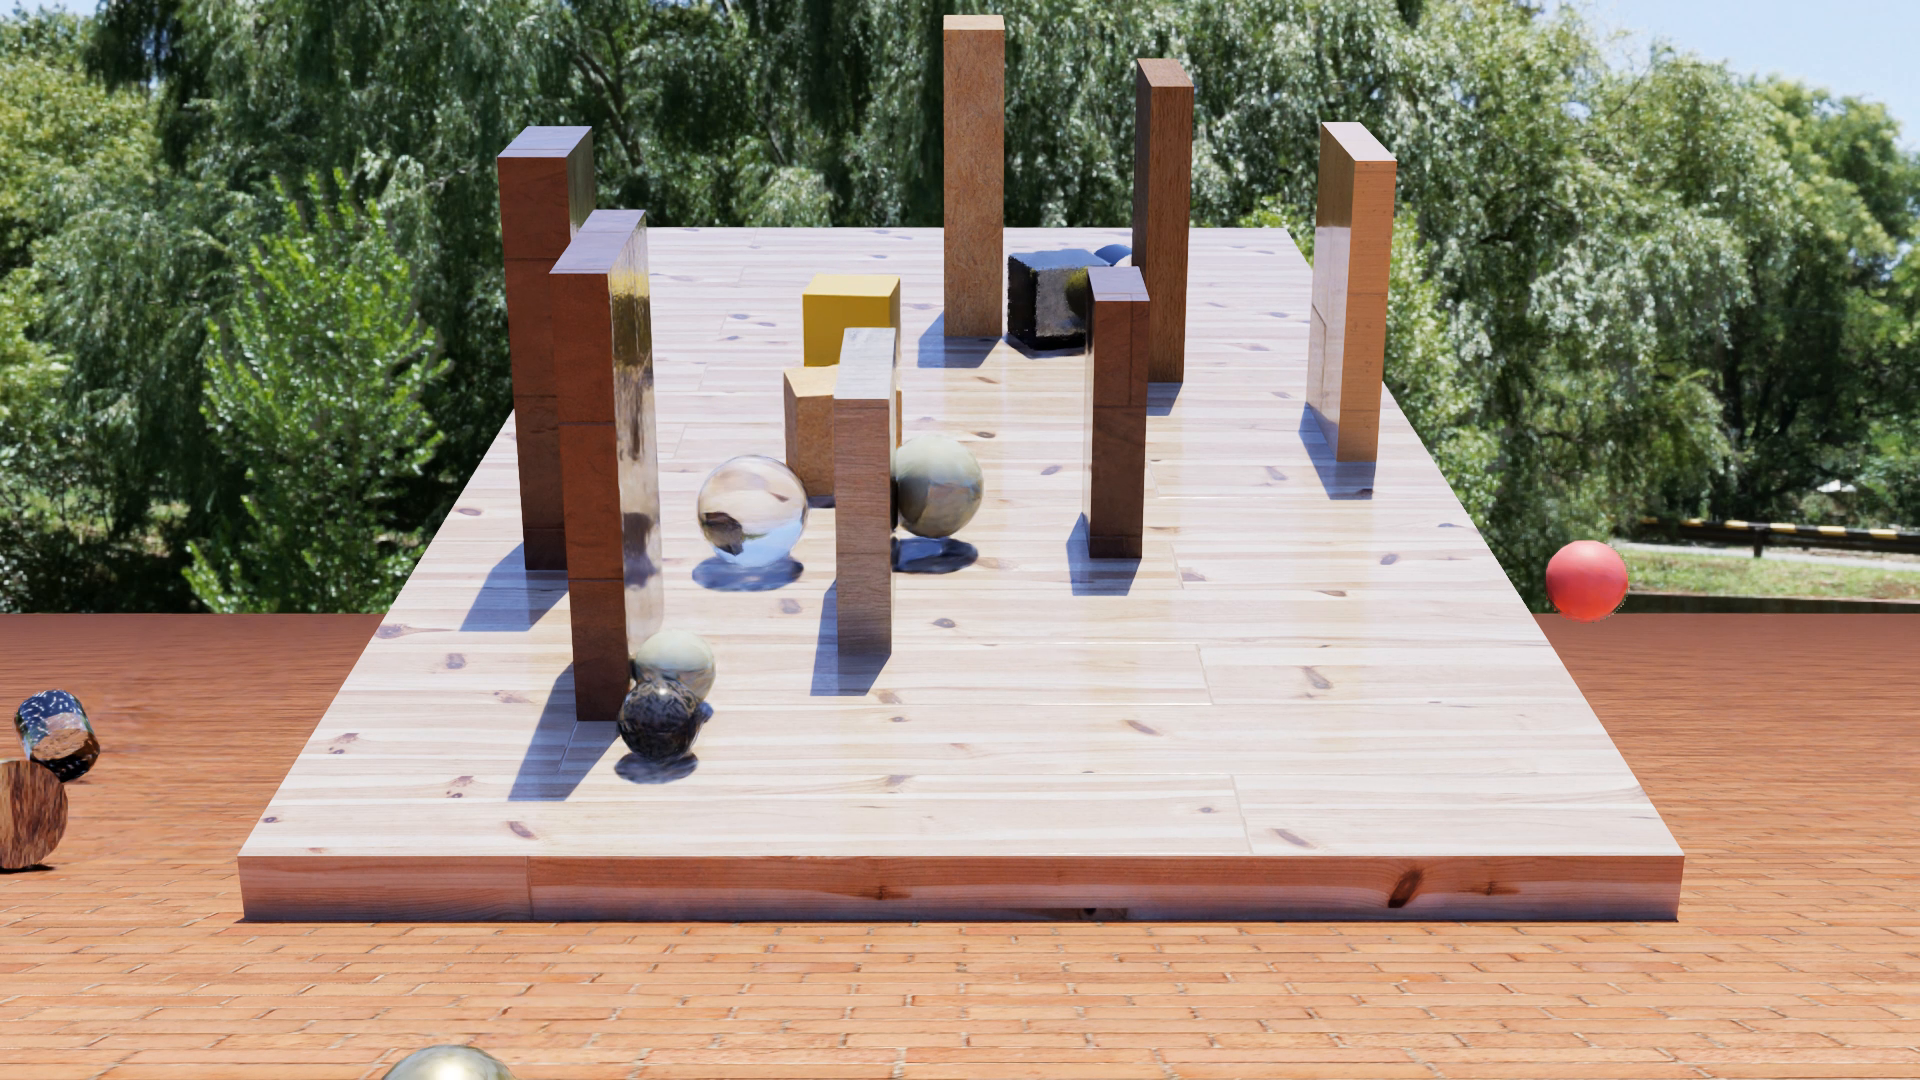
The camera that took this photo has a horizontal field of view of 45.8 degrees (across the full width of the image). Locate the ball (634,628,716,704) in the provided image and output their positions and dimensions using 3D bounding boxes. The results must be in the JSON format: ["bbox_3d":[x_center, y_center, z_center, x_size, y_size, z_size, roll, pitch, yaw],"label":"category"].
[{"bbox_3d":[-0.448,0.204,3.573,0.131,0.131,0.131,0,-2,0],"label":"ball"}]

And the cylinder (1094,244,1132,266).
[{"bbox_3d":[0.432,-0.641,5.785,0.190,0.190,0.190,1,18,-26],"label":"cylinder"}]

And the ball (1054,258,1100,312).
[{"bbox_3d":[0.317,-0.663,5.915,0.141,0.141,0.141,0,-2,0],"label":"ball"}]

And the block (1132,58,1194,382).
[{"bbox_3d":[0.476,-0.766,5.401,0.096,0.689,0.423,0,20,0],"label":"block"}]

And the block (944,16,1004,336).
[{"bbox_3d":[0.033,-0.914,5.701,0.147,0.759,0.266,0,20,0],"label":"block"}]

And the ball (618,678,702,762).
[{"bbox_3d":[-0.449,0.270,3.402,0.126,0.126,0.126,0,-2,0],"label":"ball"}]

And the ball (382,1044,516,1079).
[{"bbox_3d":[-0.373,0.426,1.652,0.117,0.117,0.117,0,-2,0],"label":"ball"}]

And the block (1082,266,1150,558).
[{"bbox_3d":[0.290,-0.242,4.266,0.098,0.492,0.264,0,20,0],"label":"block"}]

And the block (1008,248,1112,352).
[{"bbox_3d":[0.248,-0.601,5.658,0.201,0.201,0.201,-7,21,-18],"label":"block"}]

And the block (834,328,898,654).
[{"bbox_3d":[-0.160,-0.094,3.930,0.090,0.445,0.442,0,20,0],"label":"block"}]

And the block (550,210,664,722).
[{"bbox_3d":[-0.556,-0.129,3.631,0.085,0.715,0.441,0,20,0],"label":"block"}]

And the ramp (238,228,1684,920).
[{"bbox_3d":[-0.005,-0.209,5.029,2.000,0.100,4.000,0,20,0],"label":"ramp"}]

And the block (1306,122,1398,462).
[{"bbox_3d":[0.833,-0.539,4.867,0.084,0.635,0.444,0,20,0],"label":"block"}]

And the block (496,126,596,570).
[{"bbox_3d":[-0.738,-0.353,4.174,0.119,0.761,0.300,0,20,0],"label":"block"}]

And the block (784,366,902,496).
[{"bbox_3d":[-0.240,-0.227,4.628,0.210,0.210,0.210,-4,21,-11],"label":"block"}]

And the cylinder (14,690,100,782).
[{"bbox_3d":[-2.246,0.487,5.643,0.164,0.164,0.164,1,31,-38],"label":"cylinder"}]

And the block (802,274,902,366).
[{"bbox_3d":[-0.255,-0.507,5.399,0.204,0.204,0.204,2,20,6],"label":"block"}]

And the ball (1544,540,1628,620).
[{"bbox_3d":[1.324,0.084,4.800,0.169,0.169,0.169,0,-2,0],"label":"ball"}]

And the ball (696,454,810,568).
[{"bbox_3d":[-0.380,-0.054,4.162,0.207,0.207,0.207,0,-2,0],"label":"ball"}]

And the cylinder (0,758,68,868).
[{"bbox_3d":[-1.613,0.453,3.780,0.177,0.177,0.177,-3,-3,40],"label":"cylinder"}]

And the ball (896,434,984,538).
[{"bbox_3d":[-0.051,-0.100,4.242,0.194,0.194,0.194,0,-2,0],"label":"ball"}]
